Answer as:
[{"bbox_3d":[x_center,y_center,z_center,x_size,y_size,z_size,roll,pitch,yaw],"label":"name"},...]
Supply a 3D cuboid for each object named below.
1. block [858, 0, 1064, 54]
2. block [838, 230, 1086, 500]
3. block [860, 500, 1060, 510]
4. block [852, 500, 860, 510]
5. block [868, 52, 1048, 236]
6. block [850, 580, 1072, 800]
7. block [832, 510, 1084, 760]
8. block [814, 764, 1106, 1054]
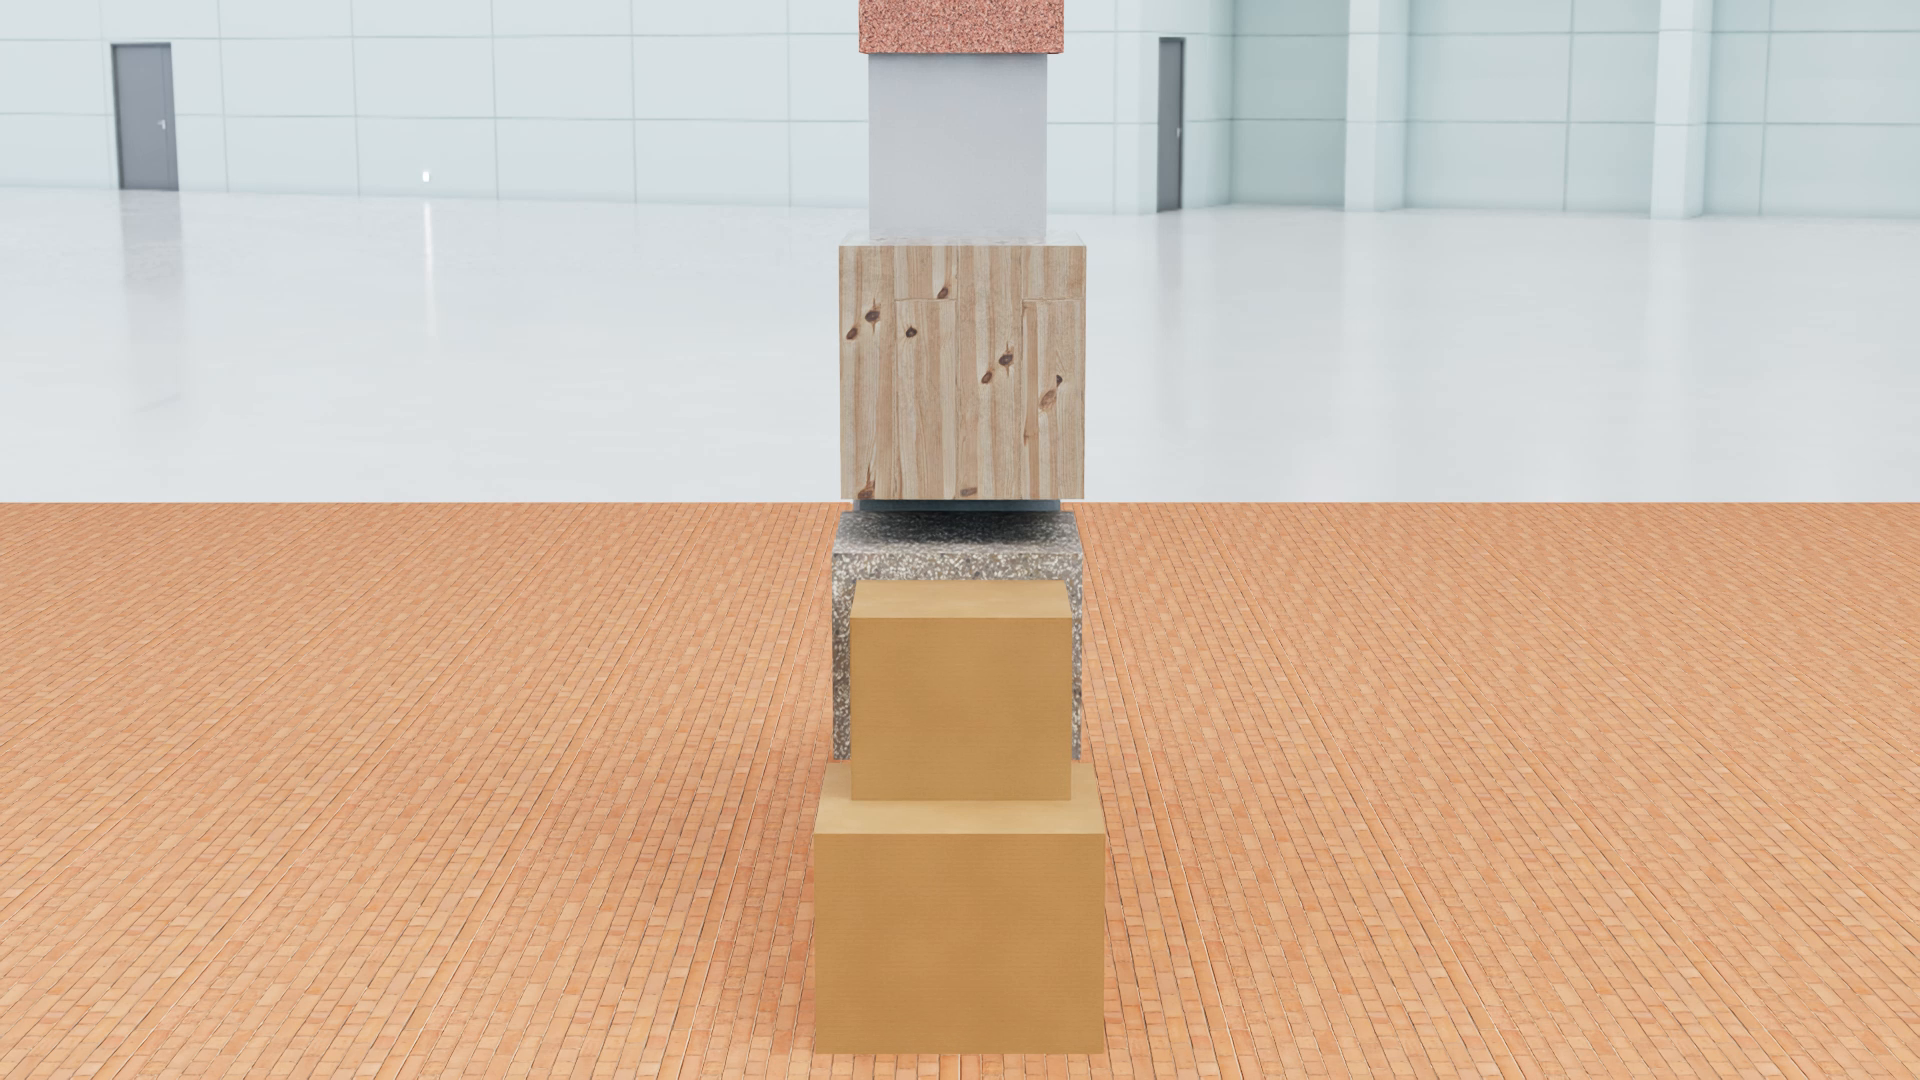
[{"bbox_3d":[0.005,-2.440,10.735,0.832,0.792,0.809,0,10,0],"label":"block"},{"bbox_3d":[0.010,-0.752,10.660,0.972,1.008,1.053,0,10,0],"label":"block"},{"bbox_3d":[0.001,0.119,11.548,0.865,1.024,0.918,0,10,0],"label":"block"},{"bbox_3d":[-0.016,-0.225,12.434,0.966,1.029,0.941,0,11,0],"label":"block"},{"bbox_3d":[-0.009,-1.683,10.873,0.732,0.747,0.691,0,10,0],"label":"block"},{"bbox_3d":[0.004,0.566,9.860,0.820,0.698,0.709,0,10,0],"label":"block"},{"bbox_3d":[-0.011,0.378,10.651,0.994,0.845,0.903,0,11,0],"label":"block"},{"bbox_3d":[-0.001,1.371,9.704,1.044,0.830,0.952,0,10,0],"label":"block"}]
